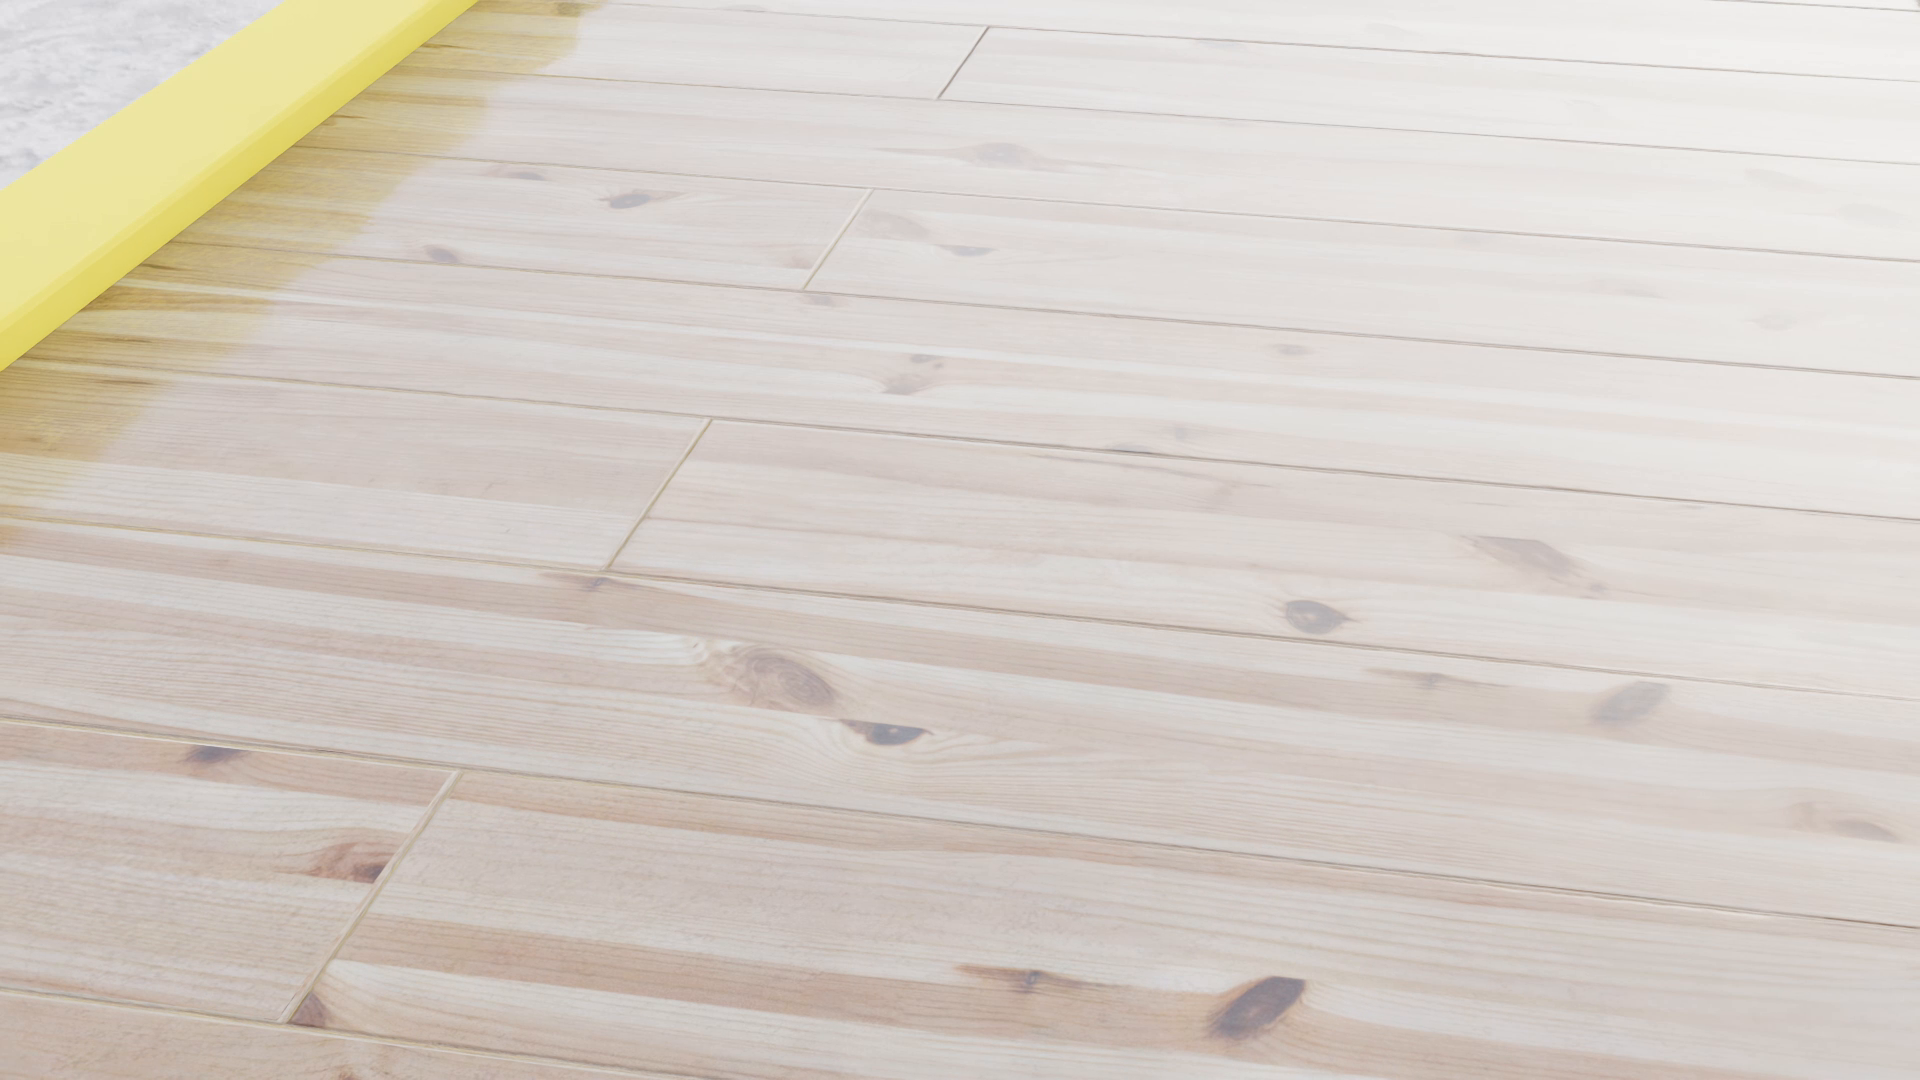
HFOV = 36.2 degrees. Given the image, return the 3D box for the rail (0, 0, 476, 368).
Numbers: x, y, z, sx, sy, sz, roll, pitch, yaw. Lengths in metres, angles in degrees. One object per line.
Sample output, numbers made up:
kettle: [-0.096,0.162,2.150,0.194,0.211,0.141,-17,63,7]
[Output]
rail: [-0.577,-0.412,2.609,0.045,0.126,2.980,5,27,11]
